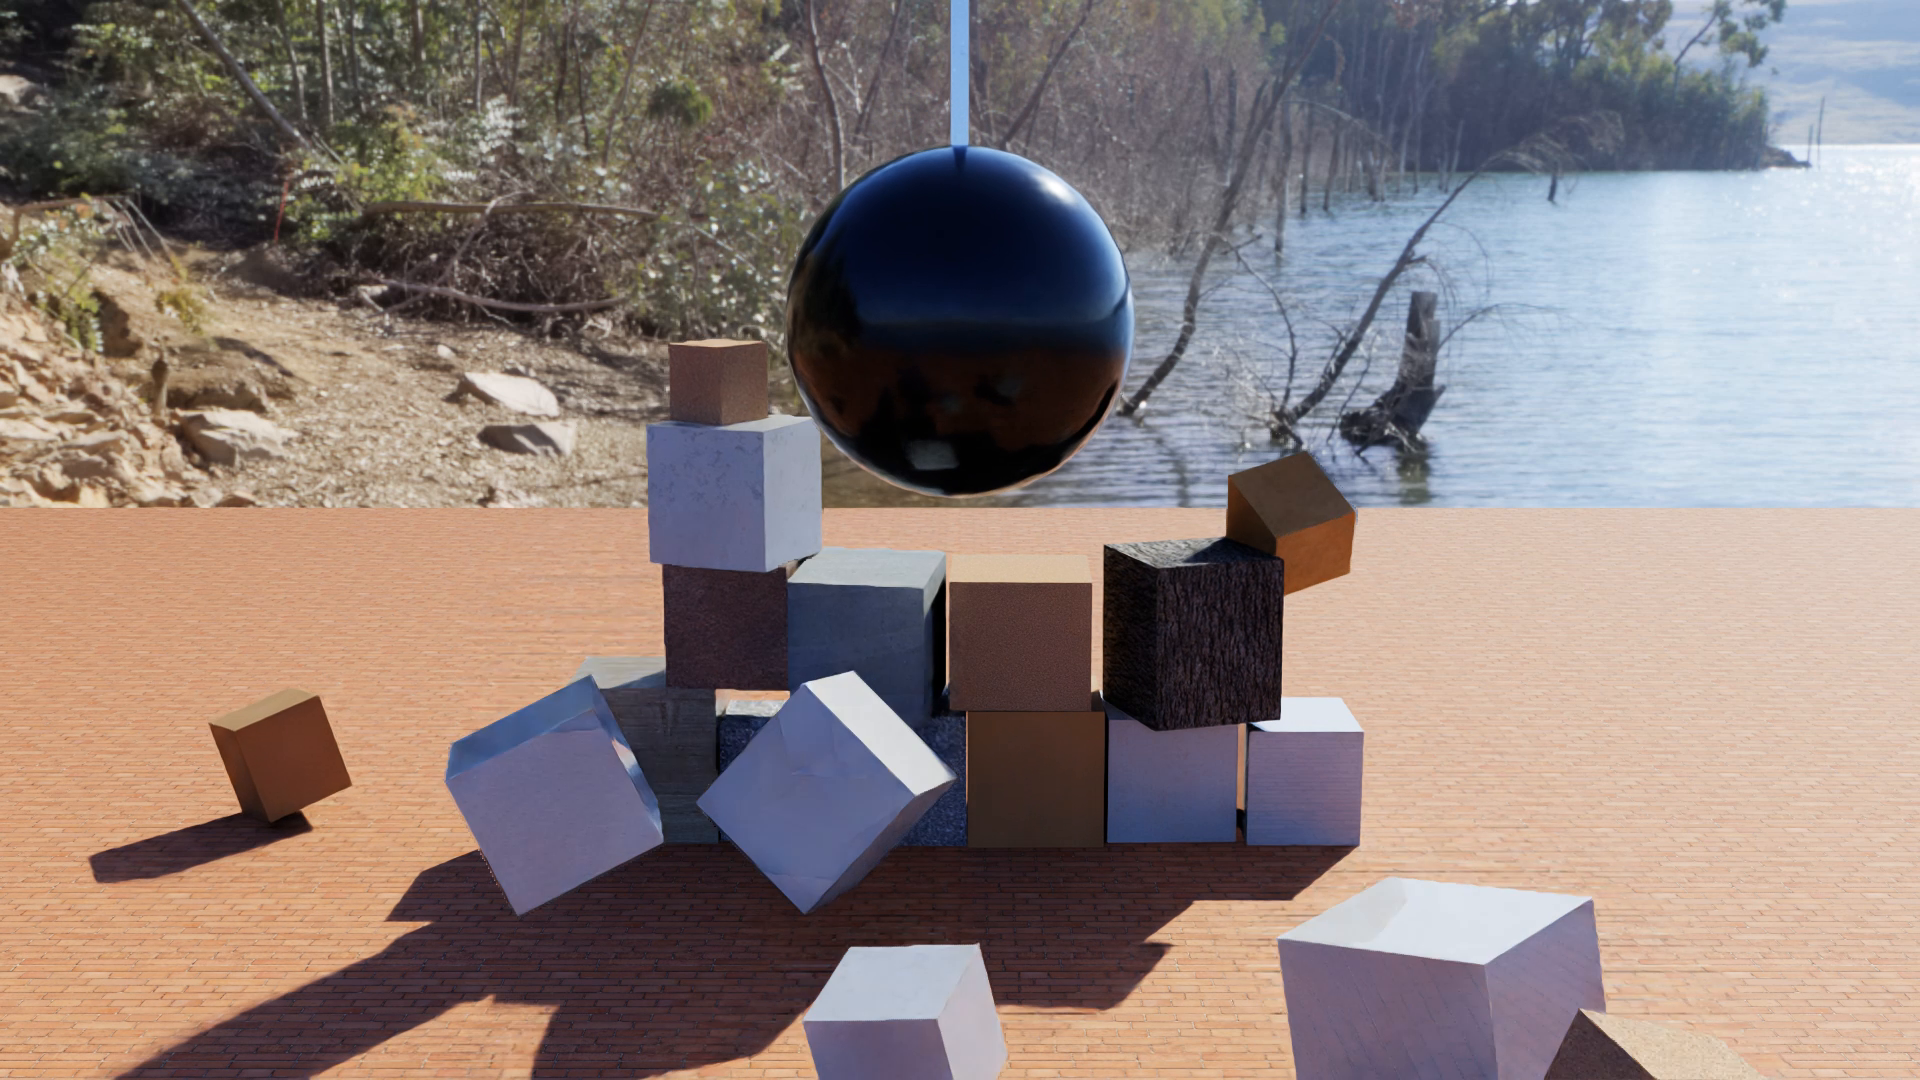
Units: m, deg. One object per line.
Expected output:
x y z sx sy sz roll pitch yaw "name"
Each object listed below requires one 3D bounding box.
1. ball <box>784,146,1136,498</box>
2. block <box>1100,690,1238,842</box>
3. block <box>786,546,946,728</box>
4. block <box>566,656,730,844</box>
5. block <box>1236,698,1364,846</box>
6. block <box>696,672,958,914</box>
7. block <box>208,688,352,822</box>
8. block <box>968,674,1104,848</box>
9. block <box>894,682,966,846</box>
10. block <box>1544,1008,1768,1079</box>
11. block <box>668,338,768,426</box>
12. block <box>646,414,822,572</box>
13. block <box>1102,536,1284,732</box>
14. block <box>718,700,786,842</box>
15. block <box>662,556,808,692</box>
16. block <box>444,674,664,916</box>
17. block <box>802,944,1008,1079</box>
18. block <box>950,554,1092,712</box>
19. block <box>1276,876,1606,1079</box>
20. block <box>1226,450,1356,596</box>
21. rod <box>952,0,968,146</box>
0.000 -0.988 10.025 1.600 1.600 1.600 0 10 0 "ball"
1.064 1.163 11.379 0.653 0.641 0.601 0 10 -1 "block"
-0.458 0.479 11.086 0.677 0.716 0.680 2 15 9 "block"
-1.599 1.076 11.392 0.754 0.807 0.697 0 10 0 "block"
1.733 1.187 11.382 0.572 0.591 0.684 0 10 0 "block"
-0.587 1.121 9.893 0.694 0.736 0.692 44 11 10 "block"
-3.565 1.121 11.530 0.464 0.518 0.445 -25 16 -32 "block"
0.380 1.132 11.371 0.682 0.704 0.764 0 10 0 "block"
-0.329 1.147 11.380 0.726 0.671 0.722 0 10 0 "block"
2.078 1.877 6.548 0.588 0.672 0.556 16 14 -27 "block"
-1.208 -0.794 10.997 0.340 0.385 0.349 7 13 35 "block"
-1.125 -0.254 11.029 0.649 0.689 0.617 4 11 22 "block"
1.172 0.462 11.156 0.685 0.817 0.684 -4 11 -18 "block"
-0.955 1.188 11.385 0.514 0.590 0.564 0 10 0 "block"
-1.108 0.377 11.216 0.630 0.626 0.666 1 10 9 "block"
-1.464 0.912 7.964 0.570 0.551 0.545 -26 13 -5 "block"
-0.187 1.779 7.845 0.512 0.476 0.471 -6 20 22 "block"
0.307 0.464 11.252 0.705 0.653 0.734 0 10 1 "block"
1.730 1.687 7.826 0.847 0.715 0.722 -2 10 45 "block"
1.687 -0.078 11.273 0.447 0.440 0.510 -18 46 -14 "block"
0.000 -4.387 9.960 0.080 5.200 0.080 0 1 0 "rod"
